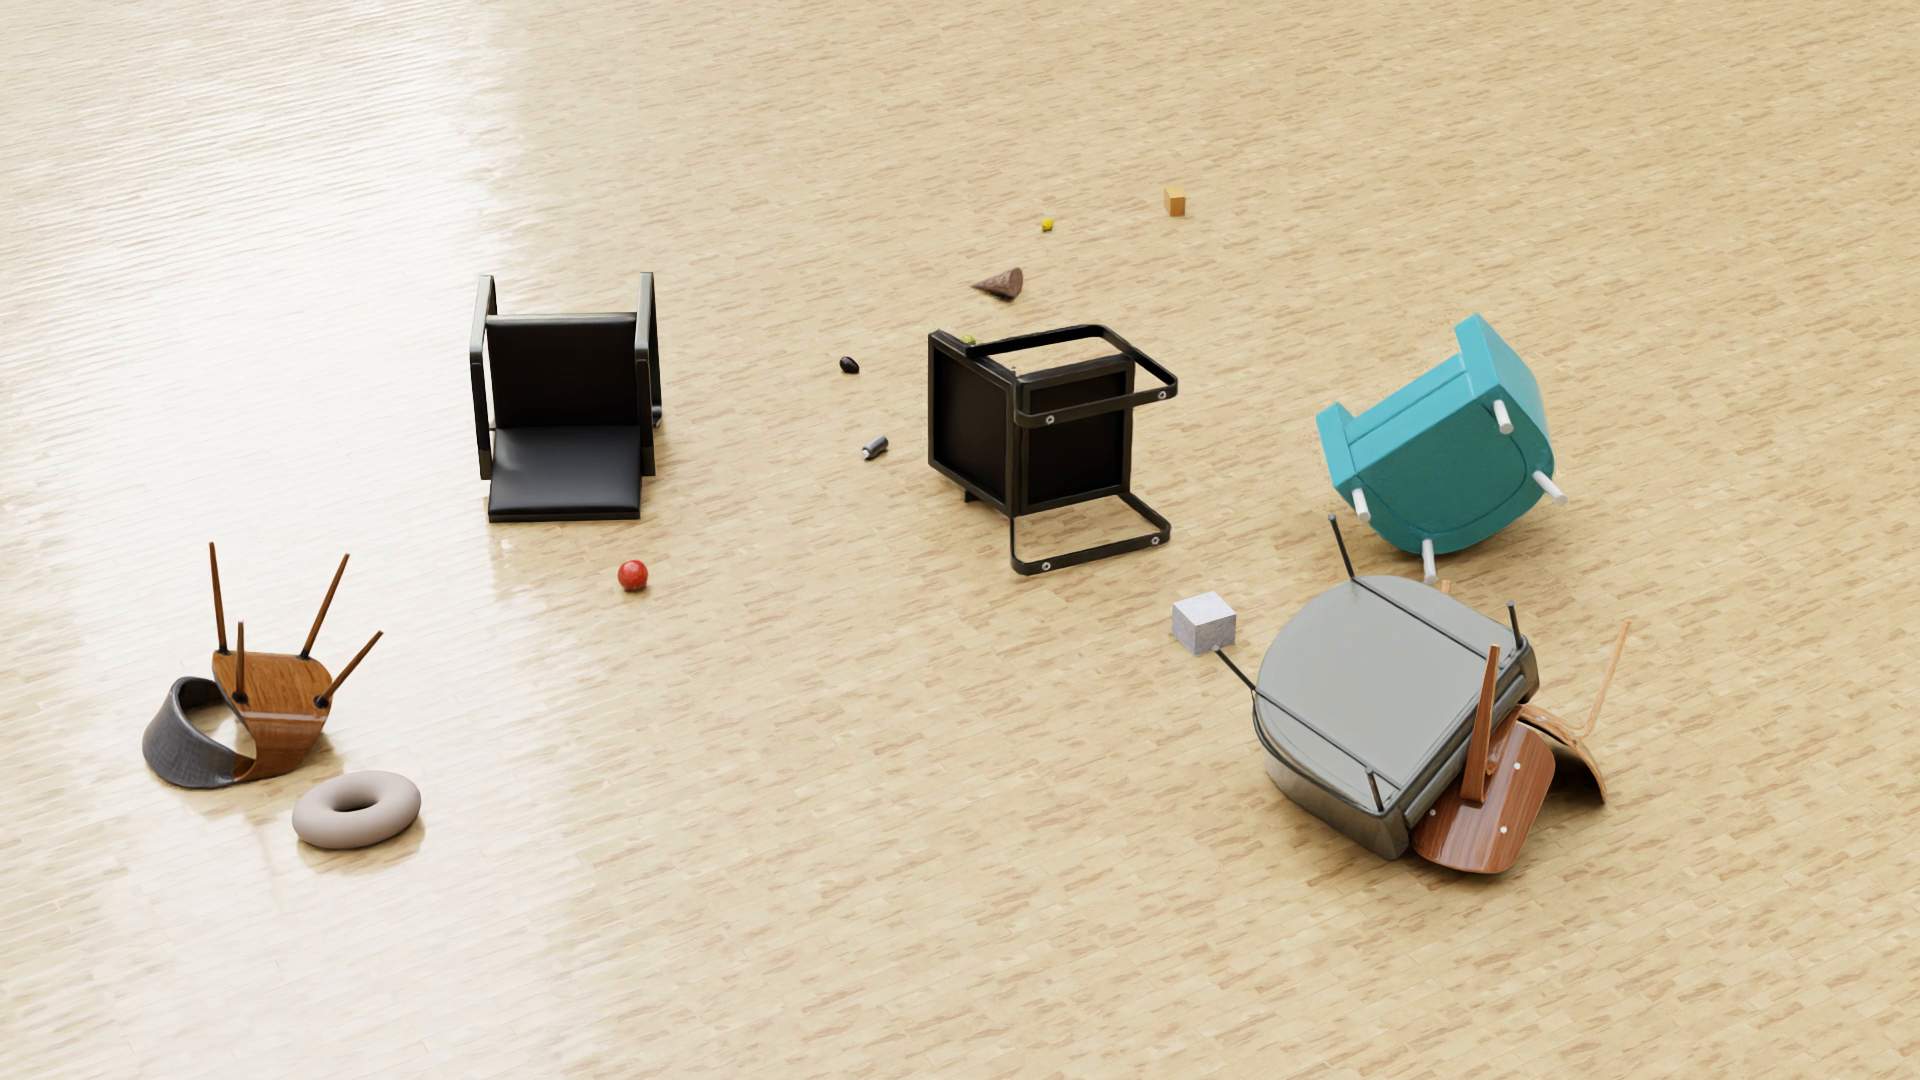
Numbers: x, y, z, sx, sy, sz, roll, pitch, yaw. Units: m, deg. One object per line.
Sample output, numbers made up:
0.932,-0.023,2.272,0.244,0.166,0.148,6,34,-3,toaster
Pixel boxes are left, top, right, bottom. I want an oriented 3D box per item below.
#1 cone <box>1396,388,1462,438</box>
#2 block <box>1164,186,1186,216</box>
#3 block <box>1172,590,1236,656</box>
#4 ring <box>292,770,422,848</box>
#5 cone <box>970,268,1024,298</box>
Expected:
1.871,-0.479,11.592,0.262,0.197,0.172,-10,64,6,cone
0.964,-1.522,13.169,0.069,0.094,0.111,-6,34,-10,block
0.863,0.295,10.379,0.167,0.130,0.159,-16,36,-22,block
-1.956,0.873,9.510,0.419,0.122,0.314,-12,34,-16,ring
0.136,-1.094,12.551,0.224,0.119,0.176,-2,27,25,cone
